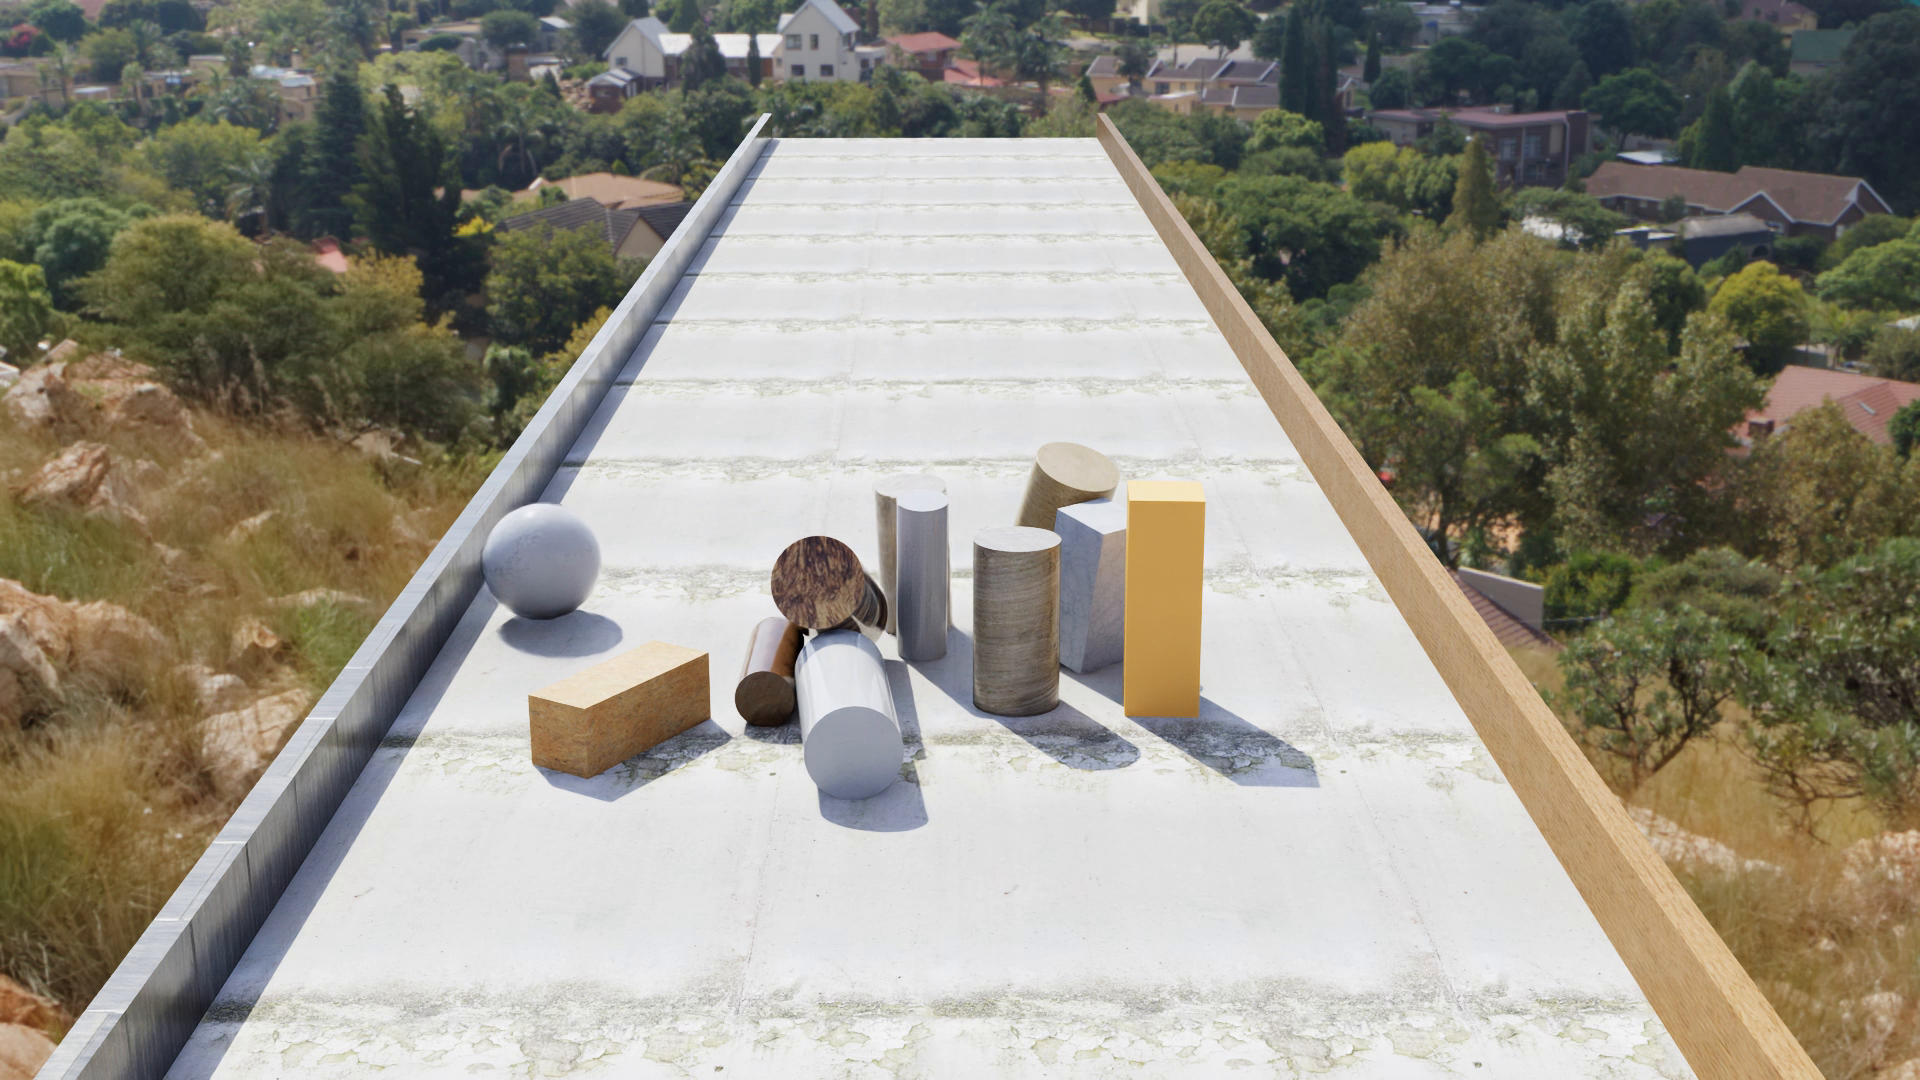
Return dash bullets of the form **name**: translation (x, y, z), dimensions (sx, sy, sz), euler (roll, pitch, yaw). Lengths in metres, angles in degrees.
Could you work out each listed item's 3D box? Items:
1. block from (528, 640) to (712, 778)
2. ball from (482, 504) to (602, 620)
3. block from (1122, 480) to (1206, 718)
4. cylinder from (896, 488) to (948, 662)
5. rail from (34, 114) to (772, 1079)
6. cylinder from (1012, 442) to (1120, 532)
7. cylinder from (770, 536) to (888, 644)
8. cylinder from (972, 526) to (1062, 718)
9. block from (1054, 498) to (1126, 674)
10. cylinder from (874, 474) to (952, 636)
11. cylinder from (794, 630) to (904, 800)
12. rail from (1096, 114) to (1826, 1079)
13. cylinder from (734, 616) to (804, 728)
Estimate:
- **block**: translation (-0.611, 0.302, 3.982), dimensions (0.131, 0.131, 0.344), euler (10, 19, 30)
- **ball**: translation (-0.882, 0.047, 4.637), dimensions (0.247, 0.247, 0.247), euler (0, 17, 0)
- **block**: translation (0.380, 0.110, 4.120), dimensions (0.138, 0.419, 0.138), euler (1, 17, 3)
- **cylinder**: translation (-0.075, 0.071, 4.379), dimensions (0.102, 0.334, 0.102), euler (1, 27, 0)
- **rail**: translation (-1.118, -0.838, 7.780), dimensions (0.050, 0.150, 12.000), euler (0, 17, -1)
- **cylinder**: translation (0.191, 0.000, 4.512), dimensions (0.175, 0.369, 0.175), euler (12, 33, -8)
- **cylinder**: translation (-0.248, 0.113, 4.255), dimensions (0.175, 0.175, 0.405), euler (1, -10, 5)
- **cylinder**: translation (0.107, 0.153, 4.144), dimensions (0.165, 0.324, 0.165), euler (0, 17, 0)
- **block**: translation (0.262, 0.090, 4.353), dimensions (0.130, 0.306, 0.130), euler (-14, 32, -40)
- **cylinder**: translation (-0.095, 0.032, 4.553), dimensions (0.147, 0.309, 0.147), euler (-2, 22, 1)
- **cylinder**: translation (-0.201, 0.303, 3.909), dimensions (0.170, 0.170, 0.401), euler (-2, 17, -6)
- **rail**: translation (0.932, -0.844, 7.801), dimensions (0.050, 0.150, 12.000), euler (0, 17, -1)
- **cylinder**: translation (-0.361, 0.248, 4.198), dimensions (0.110, 0.110, 0.314), euler (0, 17, 0)
